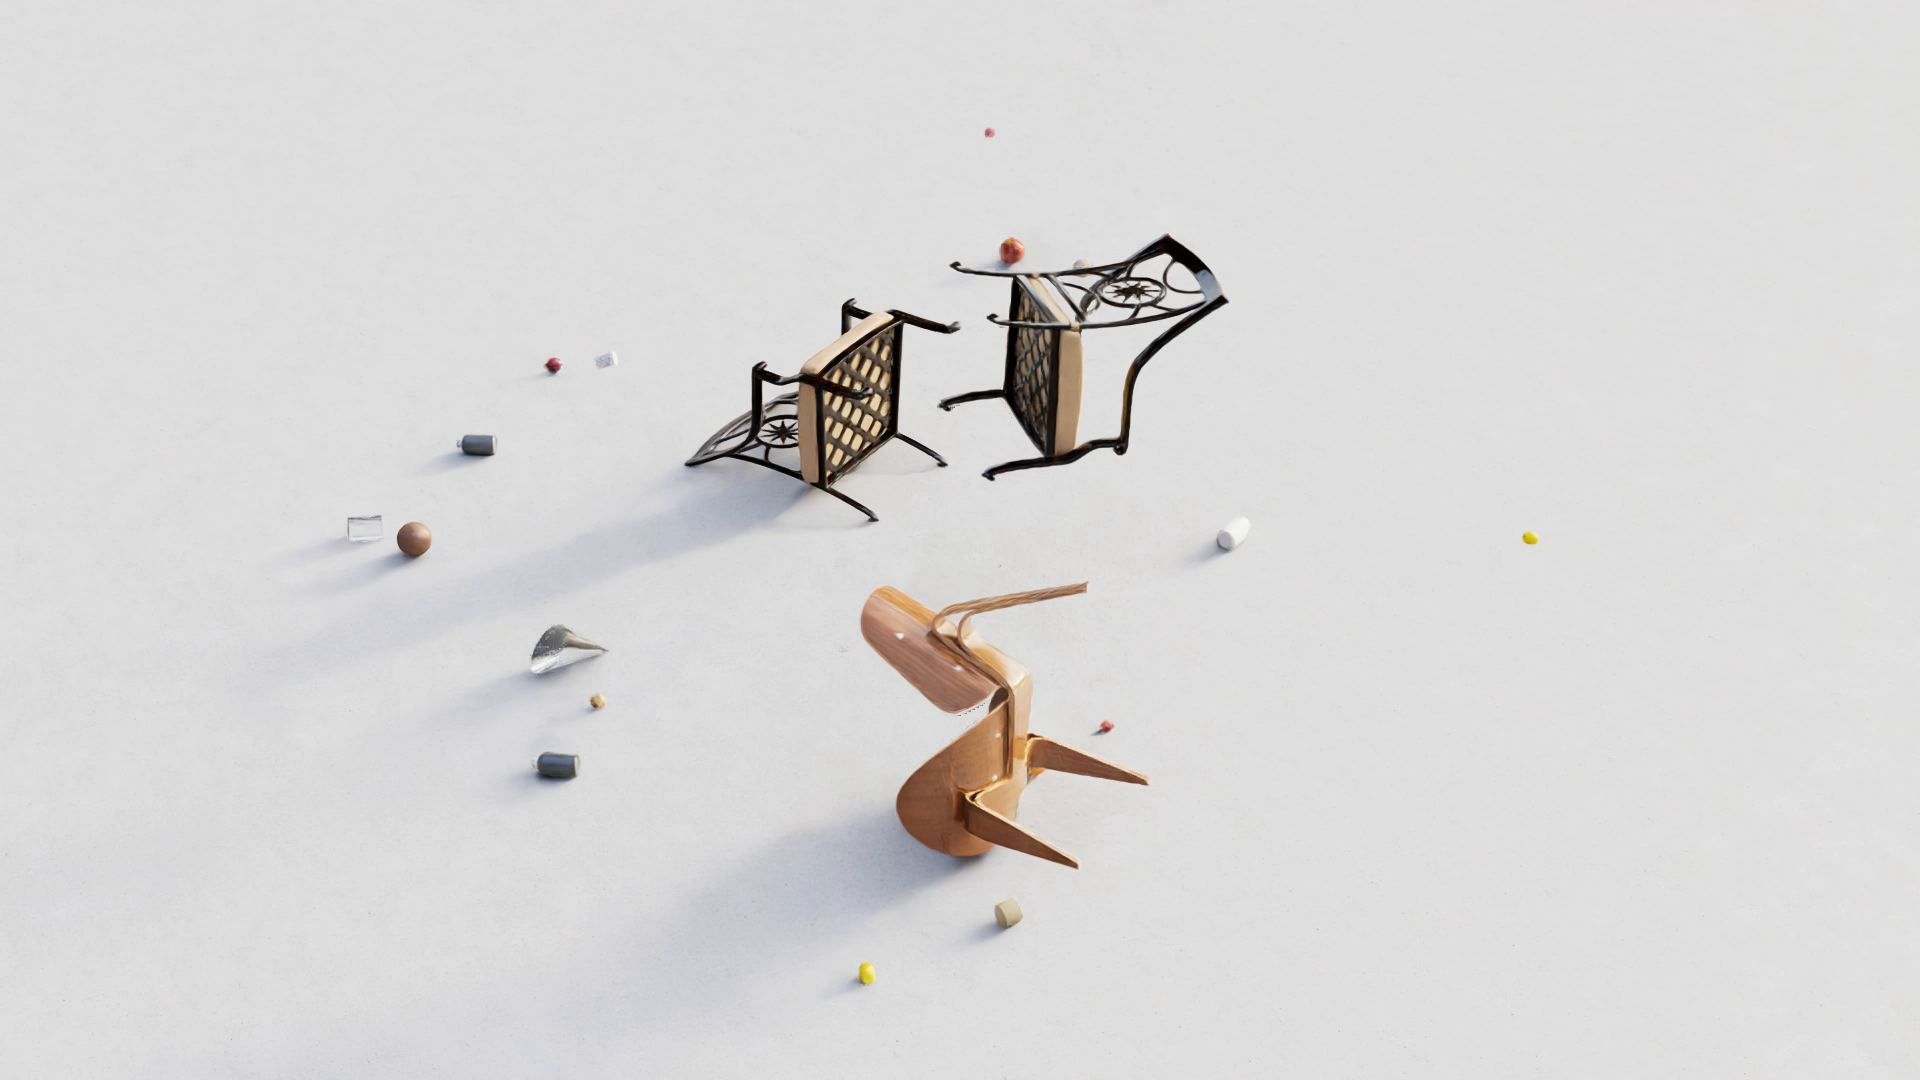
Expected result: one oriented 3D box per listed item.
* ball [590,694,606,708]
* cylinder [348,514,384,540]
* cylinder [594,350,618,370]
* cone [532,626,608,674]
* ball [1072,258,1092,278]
[{"bbox_3d":[-1.243,0.552,10.058,0.053,0.053,0.053,0,33,0],"label":"ball"},{"bbox_3d":[-2.215,-0.045,10.928,0.124,0.093,0.080,-4,37,-6],"label":"cylinder"},{"bbox_3d":[-1.323,-0.674,10.964,0.071,0.052,0.066,-15,14,10],"label":"cylinder"},{"bbox_3d":[-1.334,0.386,10.266,0.254,0.243,0.123,4,53,-41],"label":"cone"},{"bbox_3d":[0.470,-1.045,11.269,0.074,0.074,0.074,0,33,0],"label":"ball"}]
